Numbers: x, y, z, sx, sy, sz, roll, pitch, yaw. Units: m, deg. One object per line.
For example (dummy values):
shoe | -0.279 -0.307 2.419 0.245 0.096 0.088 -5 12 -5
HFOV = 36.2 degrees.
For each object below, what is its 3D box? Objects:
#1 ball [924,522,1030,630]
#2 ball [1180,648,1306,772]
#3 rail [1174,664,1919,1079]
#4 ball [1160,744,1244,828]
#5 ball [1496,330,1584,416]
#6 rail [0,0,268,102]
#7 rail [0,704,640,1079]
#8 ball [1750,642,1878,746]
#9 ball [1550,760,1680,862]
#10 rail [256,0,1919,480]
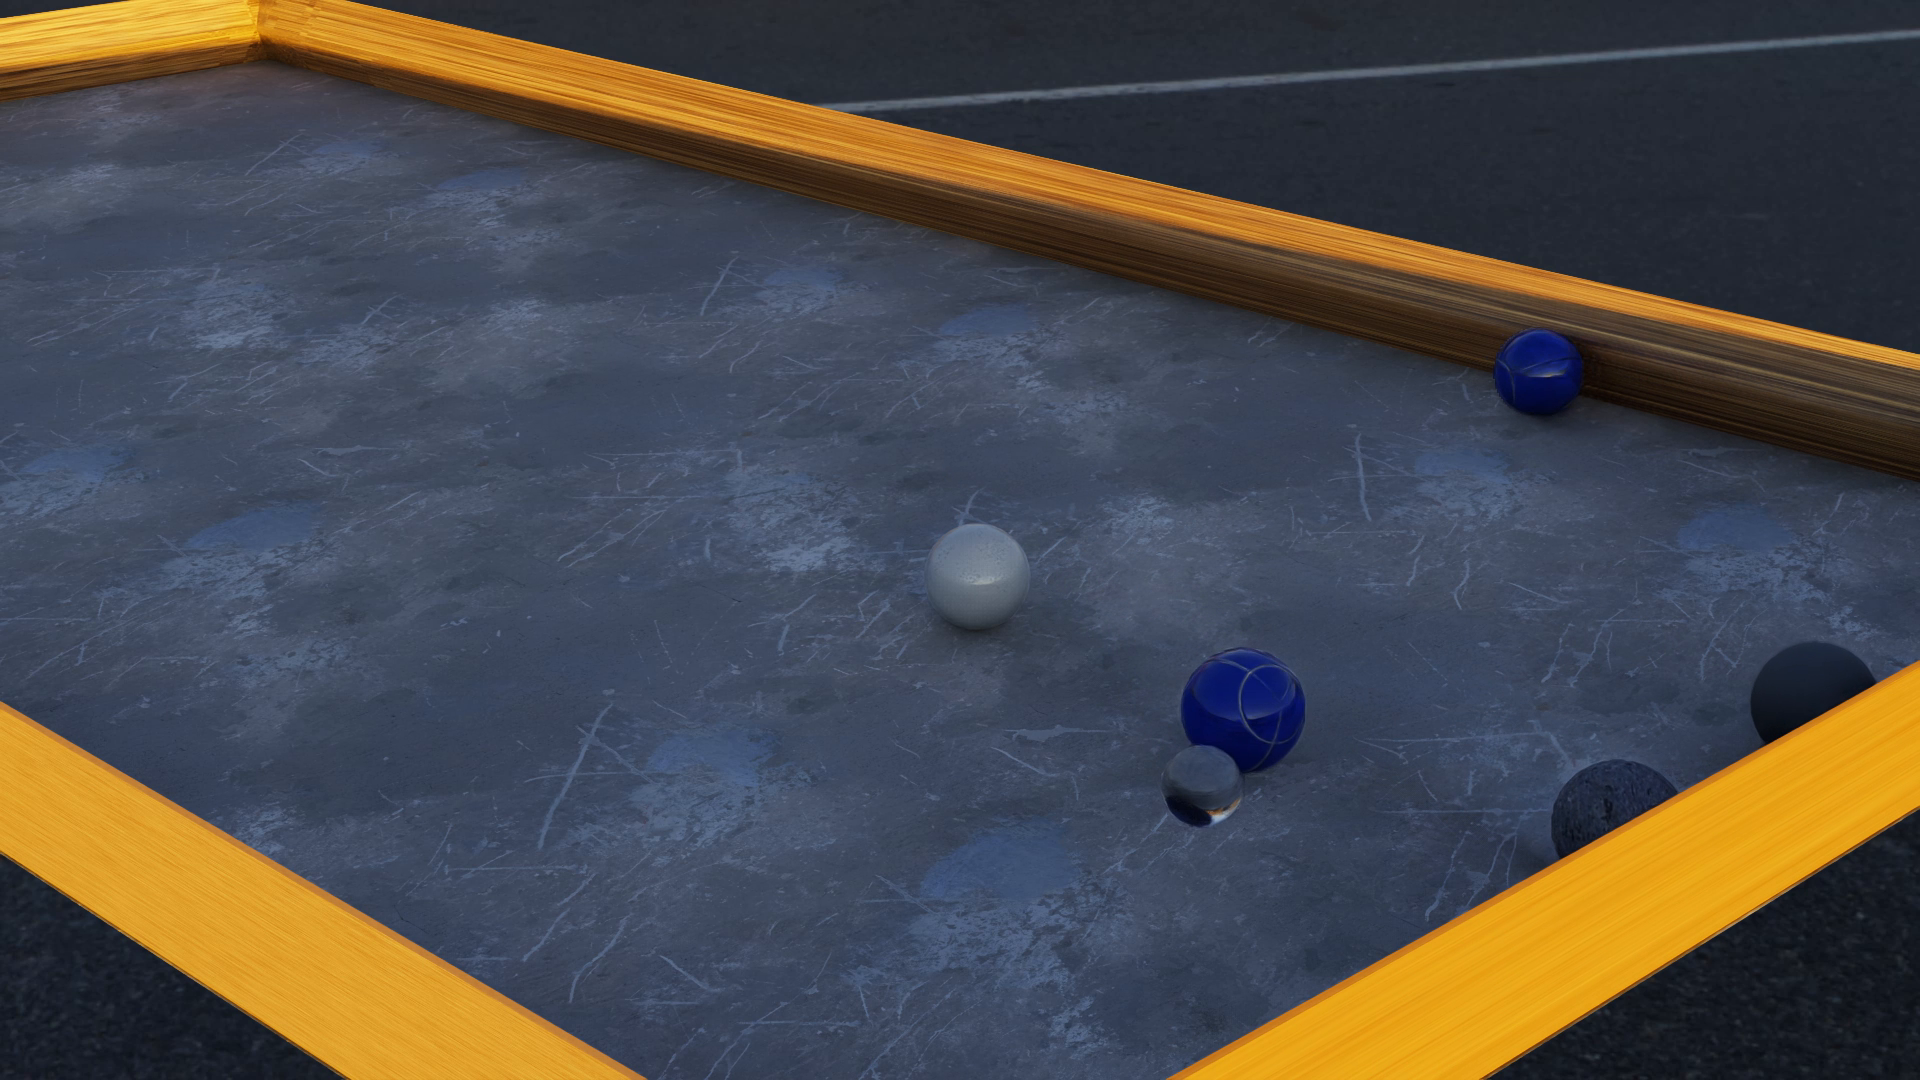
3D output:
ball | 0.015 0.032 2.576 0.094 0.094 0.094 0 21 0
ball | 0.222 0.133 2.302 0.098 0.098 0.098 0 21 0
rail | 0.581 0.186 2.114 1.770 0.128 0.045 -19 28 -41
ball | 0.182 0.185 2.214 0.062 0.062 0.062 0 21 0
ball | 0.619 -0.179 3.140 0.093 0.093 0.093 0 21 0
rail | -1.775 -0.646 4.331 1.770 0.128 0.045 -19 28 -41
rail | -1.208 -0.017 2.654 0.045 0.128 3.388 -19 28 -41
ball | 0.672 0.130 2.310 0.099 0.099 0.099 0 21 0
ball | 0.473 0.206 2.111 0.096 0.096 0.096 0 21 0
rail | 0.013 -0.443 3.791 0.045 0.128 3.388 -19 28 -41
